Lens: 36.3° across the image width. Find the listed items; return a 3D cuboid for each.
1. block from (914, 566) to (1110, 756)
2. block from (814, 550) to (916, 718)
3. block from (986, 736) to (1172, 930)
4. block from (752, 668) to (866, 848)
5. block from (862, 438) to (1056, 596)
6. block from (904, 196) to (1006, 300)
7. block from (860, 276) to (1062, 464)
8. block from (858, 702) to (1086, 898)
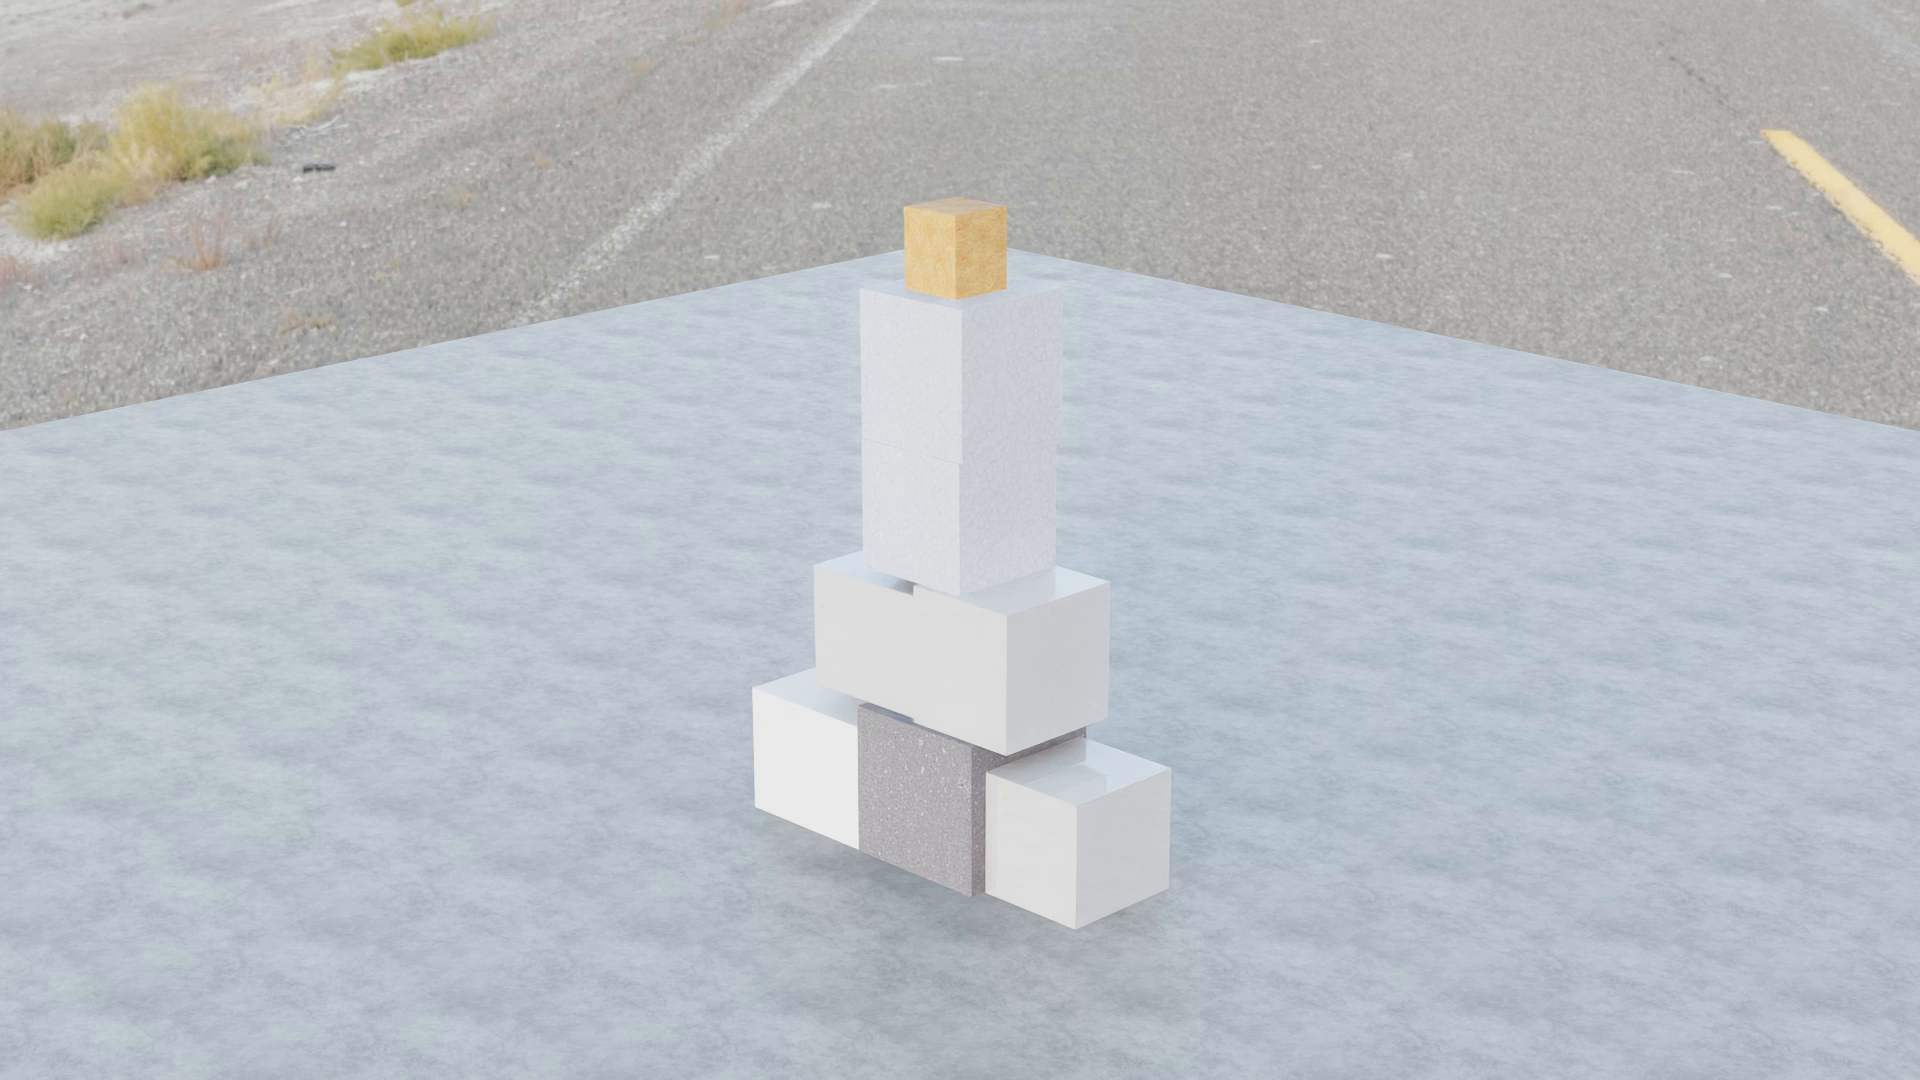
[{"bbox_3d":[0.233,0.508,13.228,0.667,0.652,0.582,-17,24,-42],"label":"block"},{"bbox_3d":[-0.209,0.398,13.690,0.642,0.585,0.688,-17,23,-42],"label":"block"},{"bbox_3d":[0.531,1.309,13.201,0.622,0.587,0.556,-17,24,-42],"label":"block"},{"bbox_3d":[-0.475,1.001,14.135,0.736,0.615,0.735,-17,24,-42],"label":"block"},{"bbox_3d":[-0.004,-0.169,13.288,0.621,0.605,0.619,-17,24,-42],"label":"block"},{"bbox_3d":[-0.019,-1.289,12.934,0.319,0.372,0.317,-17,24,-42],"label":"block"},{"bbox_3d":[0.008,-0.791,13.112,0.636,0.686,0.639,-17,24,-42],"label":"block"},{"bbox_3d":[0.056,1.107,13.615,0.754,0.724,0.741,-17,24,-42],"label":"block"}]
